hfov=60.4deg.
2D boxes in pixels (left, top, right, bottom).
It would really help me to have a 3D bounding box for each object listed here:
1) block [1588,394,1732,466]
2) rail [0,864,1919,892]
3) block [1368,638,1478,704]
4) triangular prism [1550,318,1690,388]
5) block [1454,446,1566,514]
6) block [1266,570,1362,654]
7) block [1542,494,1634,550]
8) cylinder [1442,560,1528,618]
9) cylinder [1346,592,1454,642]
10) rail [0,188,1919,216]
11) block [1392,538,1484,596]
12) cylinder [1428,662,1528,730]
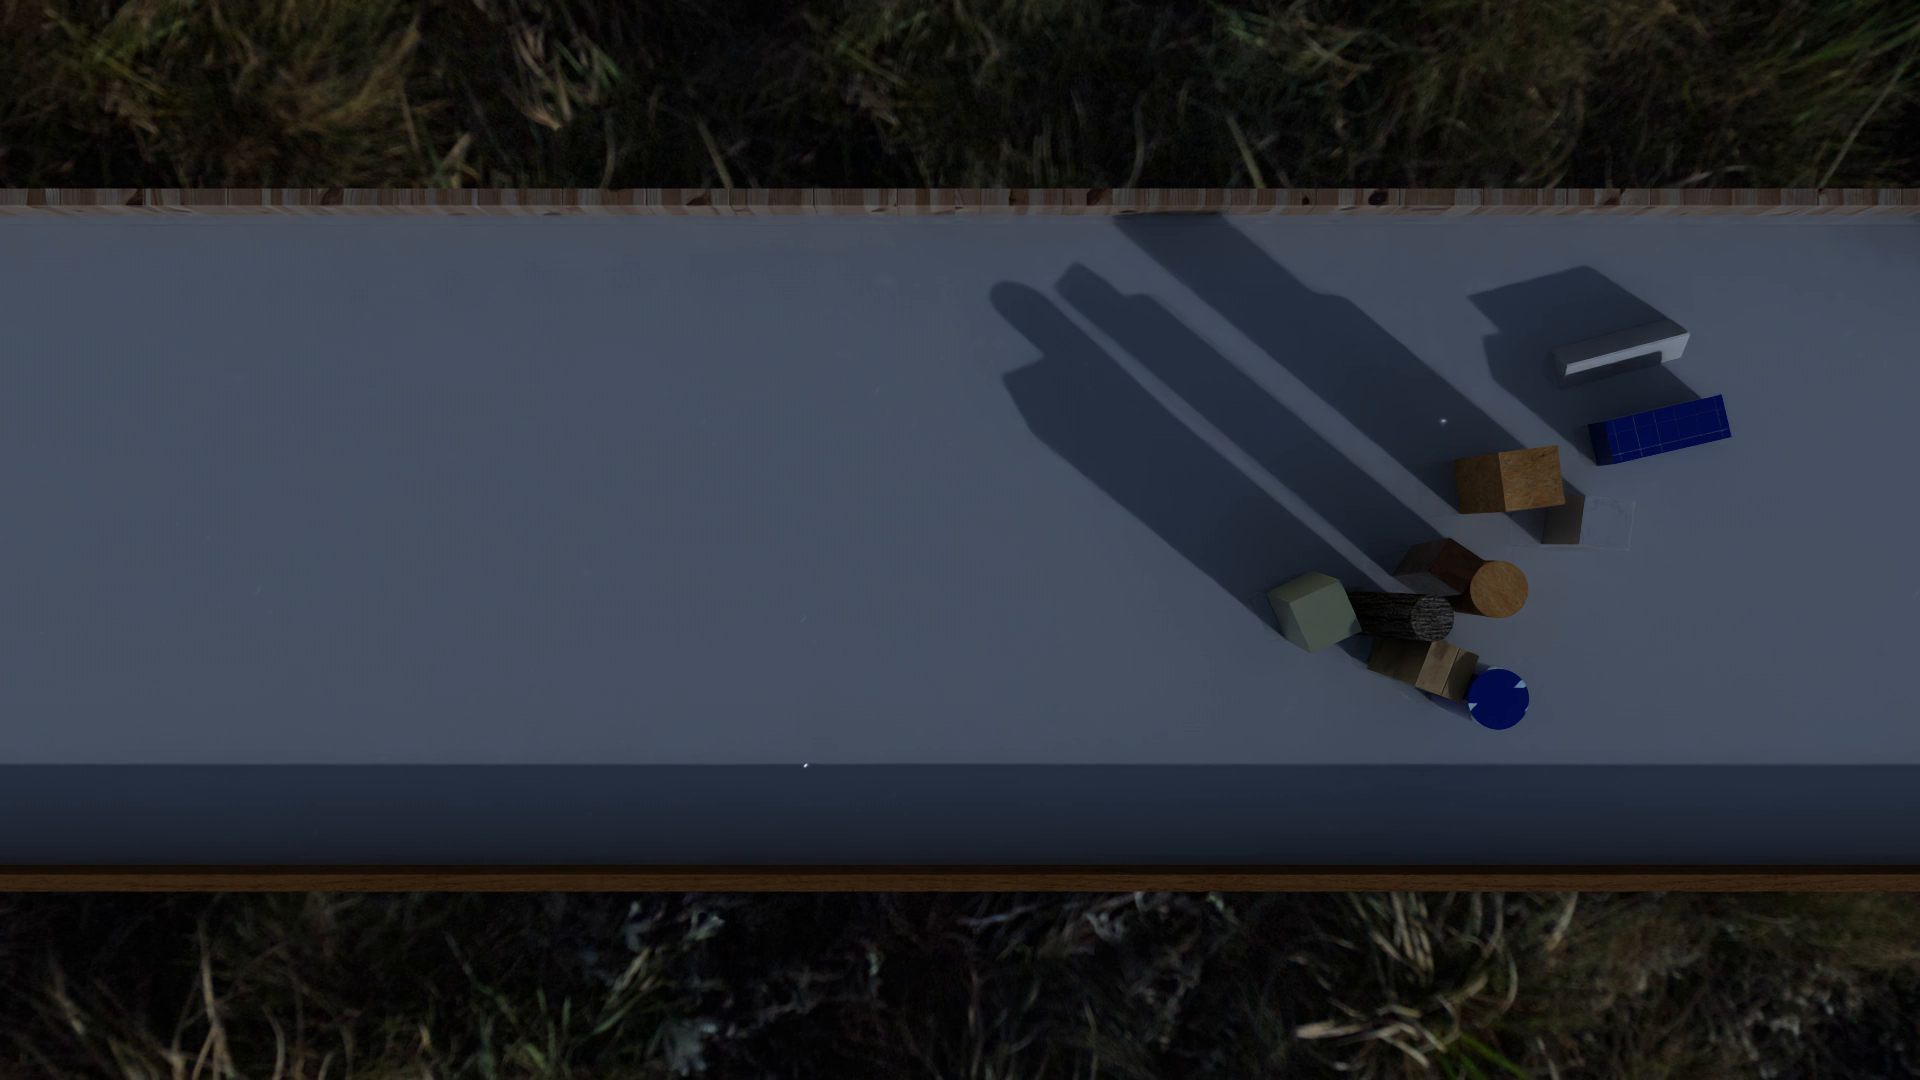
[{"bbox_3d":[2.123,-0.332,5.011,0.361,0.131,0.131,-13,90,0],"label":"block"},{"bbox_3d":[-2.247,1.025,5.001,12.000,0.150,0.050,0,90,0],"label":"rail"},{"bbox_3d":[1.364,0.362,4.881,0.147,0.374,0.147,22,90,-8],"label":"block"},{"bbox_3d":[2.014,-0.573,5.020,0.383,0.106,0.123,-15,90,0],"label":"triangular prism"},{"bbox_3d":[1.613,-0.174,4.864,0.169,0.424,0.169,-7,90,0],"label":"block"},{"bbox_3d":[1.050,0.211,4.912,0.162,0.319,0.162,-24,94,0],"label":"block"},{"bbox_3d":[1.871,-0.050,4.923,0.145,0.307,0.145,7,90,0],"label":"block"},{"bbox_3d":[1.539,0.141,4.878,0.164,0.391,0.164,0,90,2],"label":"cylinder"},{"bbox_3d":[1.272,0.222,4.842,0.133,0.449,0.133,0,89,-14],"label":"cylinder"},{"bbox_3d":[-2.247,-1.025,5.002,12.000,0.150,0.050,0,90,0],"label":"rail"},{"bbox_3d":[1.405,0.085,4.866,0.116,0.411,0.116,34,88,3],"label":"block"},{"bbox_3d":[1.524,0.447,4.876,0.174,0.395,0.174,0,91,-1],"label":"cylinder"}]
